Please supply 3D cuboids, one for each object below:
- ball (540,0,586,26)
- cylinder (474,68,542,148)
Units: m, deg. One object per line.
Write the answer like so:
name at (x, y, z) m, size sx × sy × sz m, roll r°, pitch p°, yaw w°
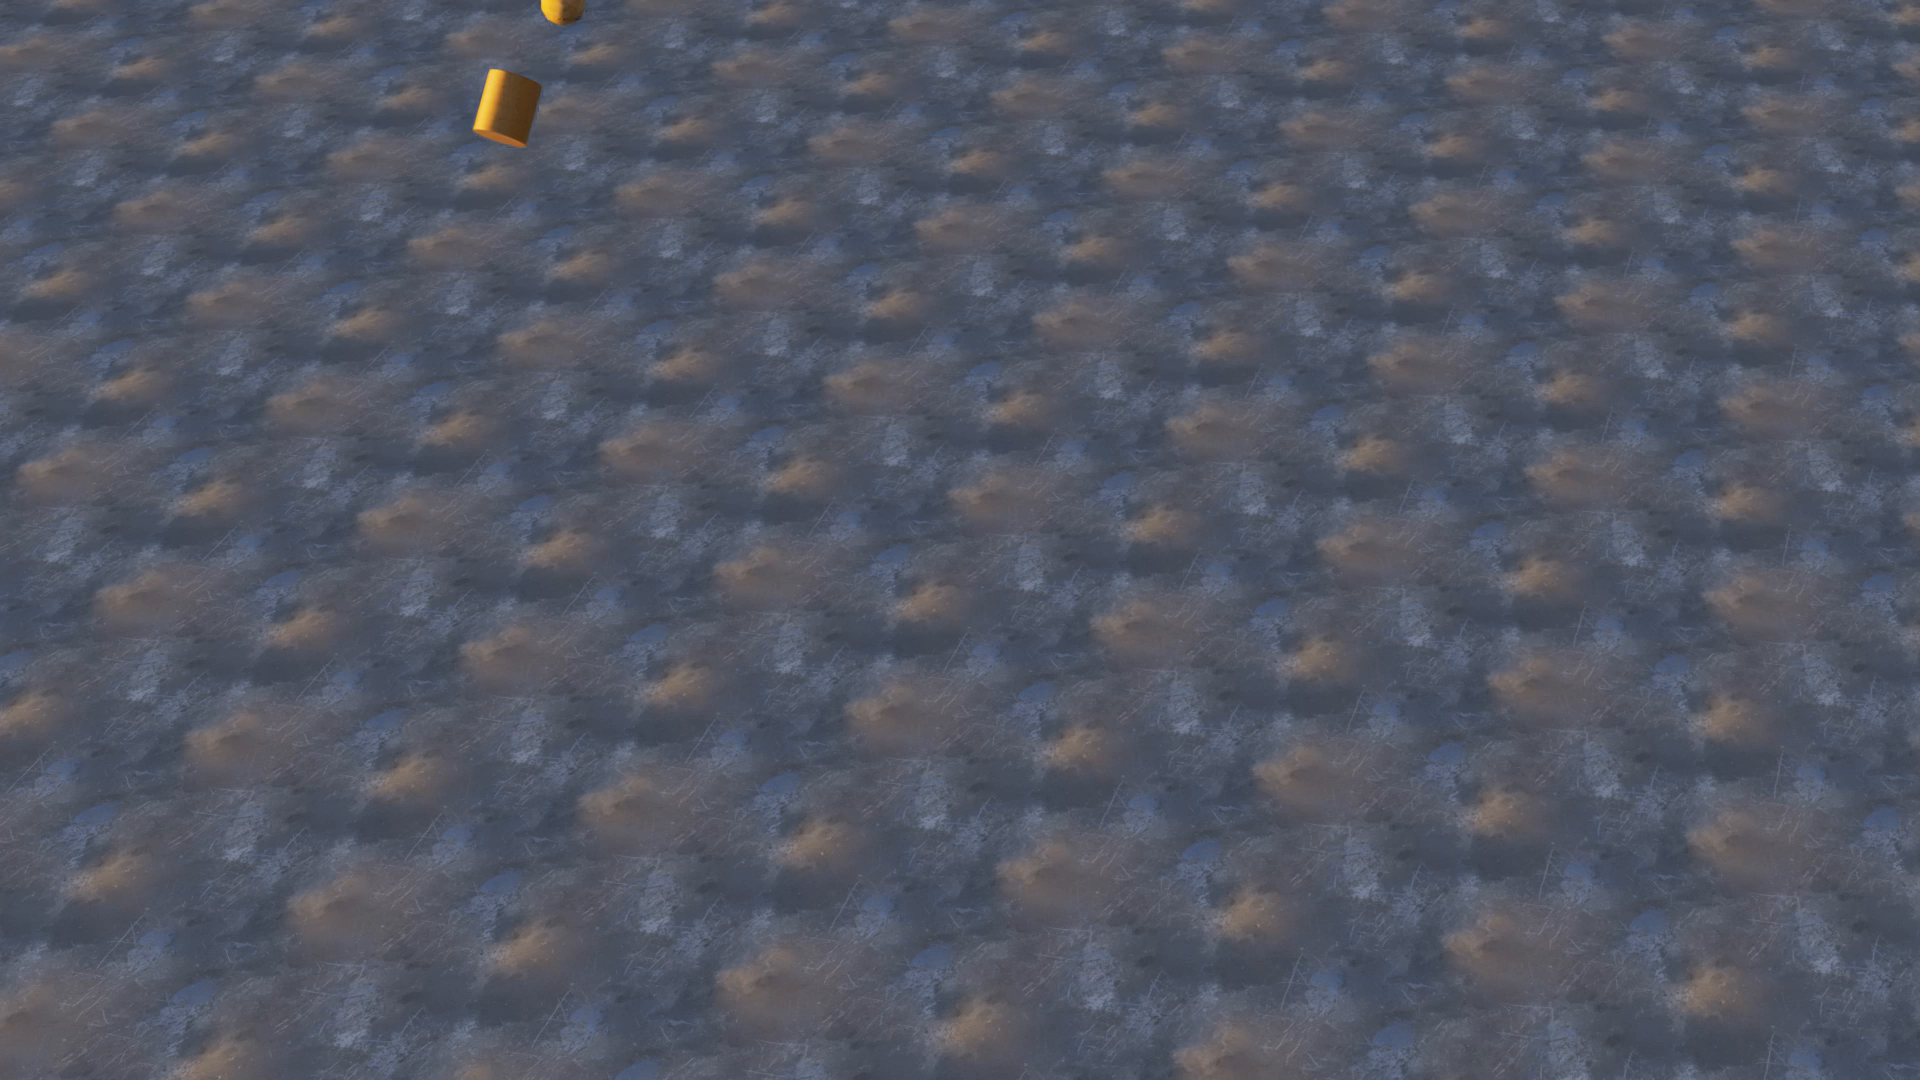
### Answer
ball at (-1.406, -1.904, 10.385) m, size 0.158 × 0.158 × 0.158 m, roll 0°, pitch 33°, yaw 0°
cylinder at (-1.316, -1.256, 8.532) m, size 0.152 × 0.180 × 0.185 m, roll 14°, pitch -2°, yaw 17°
